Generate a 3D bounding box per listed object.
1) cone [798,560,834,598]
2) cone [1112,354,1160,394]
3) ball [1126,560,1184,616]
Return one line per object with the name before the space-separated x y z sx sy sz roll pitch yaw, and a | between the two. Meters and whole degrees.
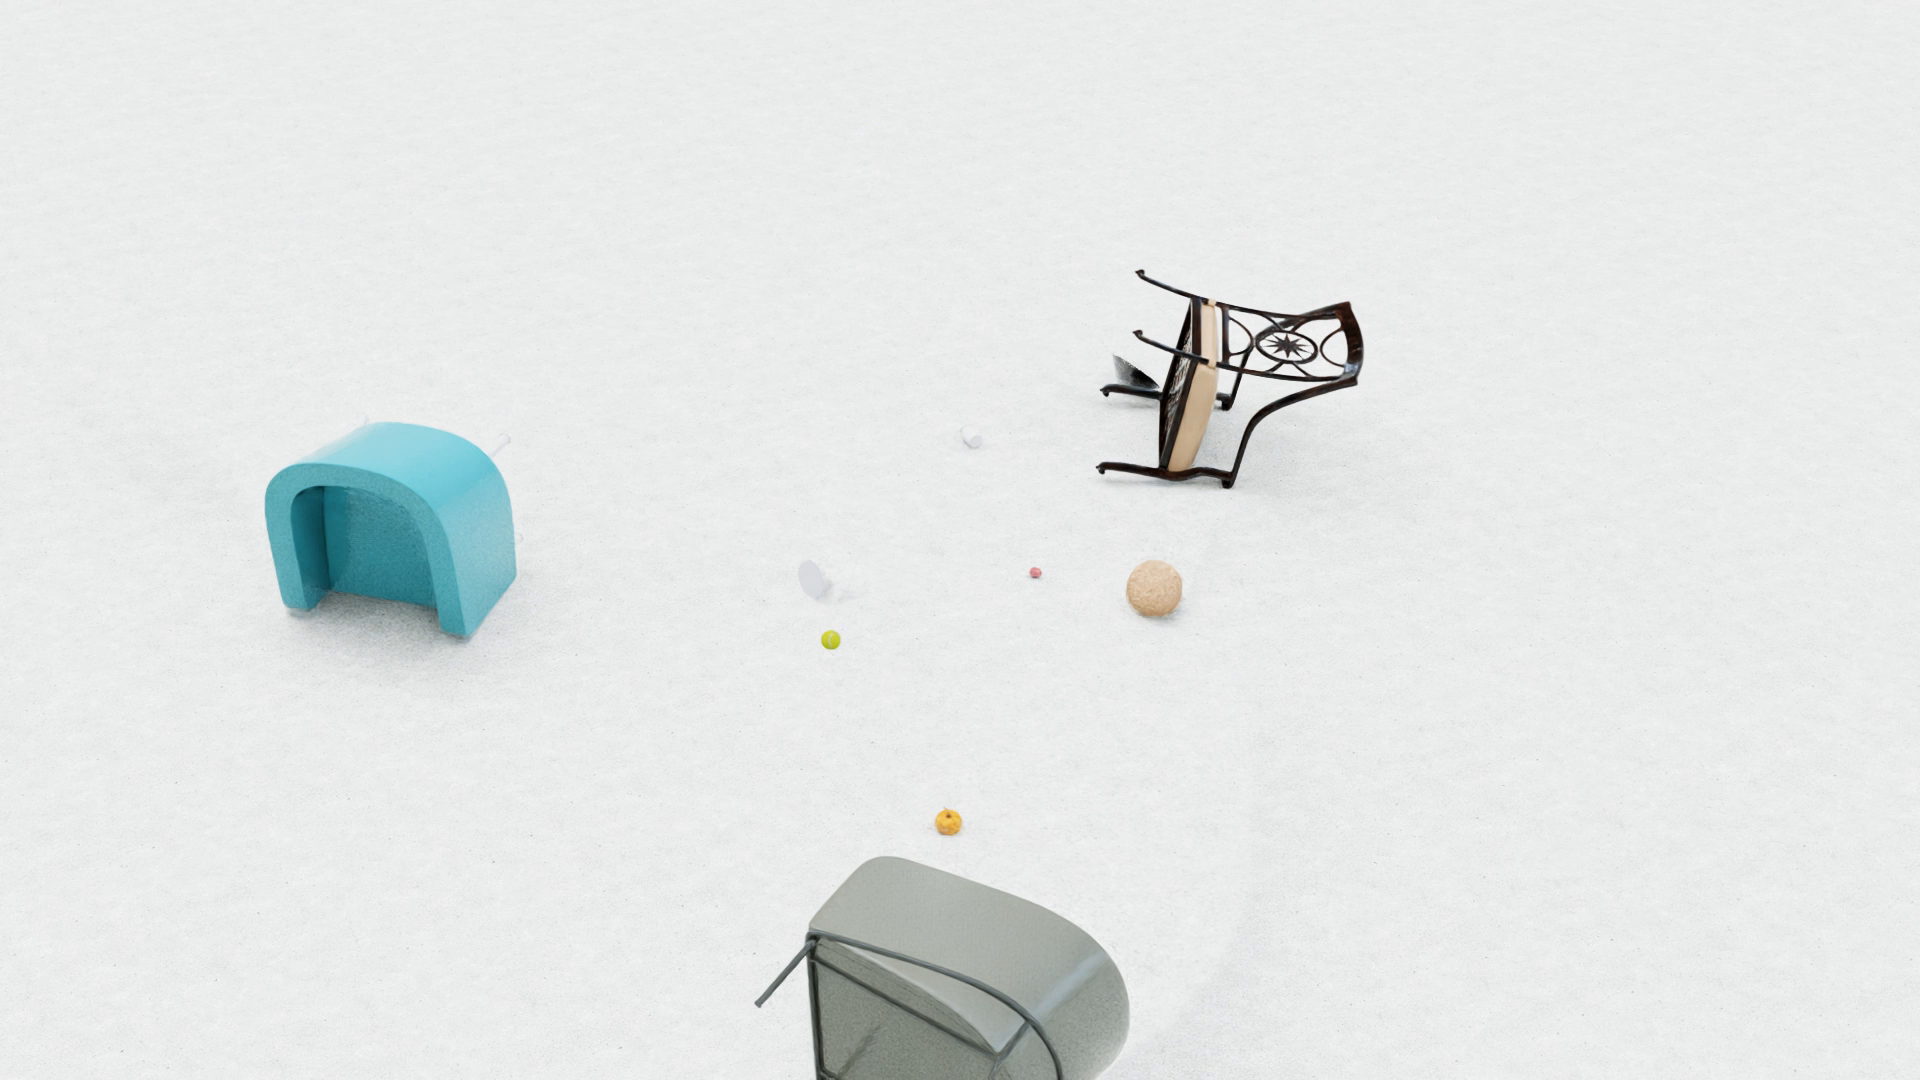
cone | -0.500 0.150 10.671 0.107 0.116 0.176 12 25 -39
cone | 0.679 -0.638 11.846 0.112 0.188 0.282 -53 44 -2
ball | 0.697 0.173 10.497 0.204 0.204 0.204 0 33 0
